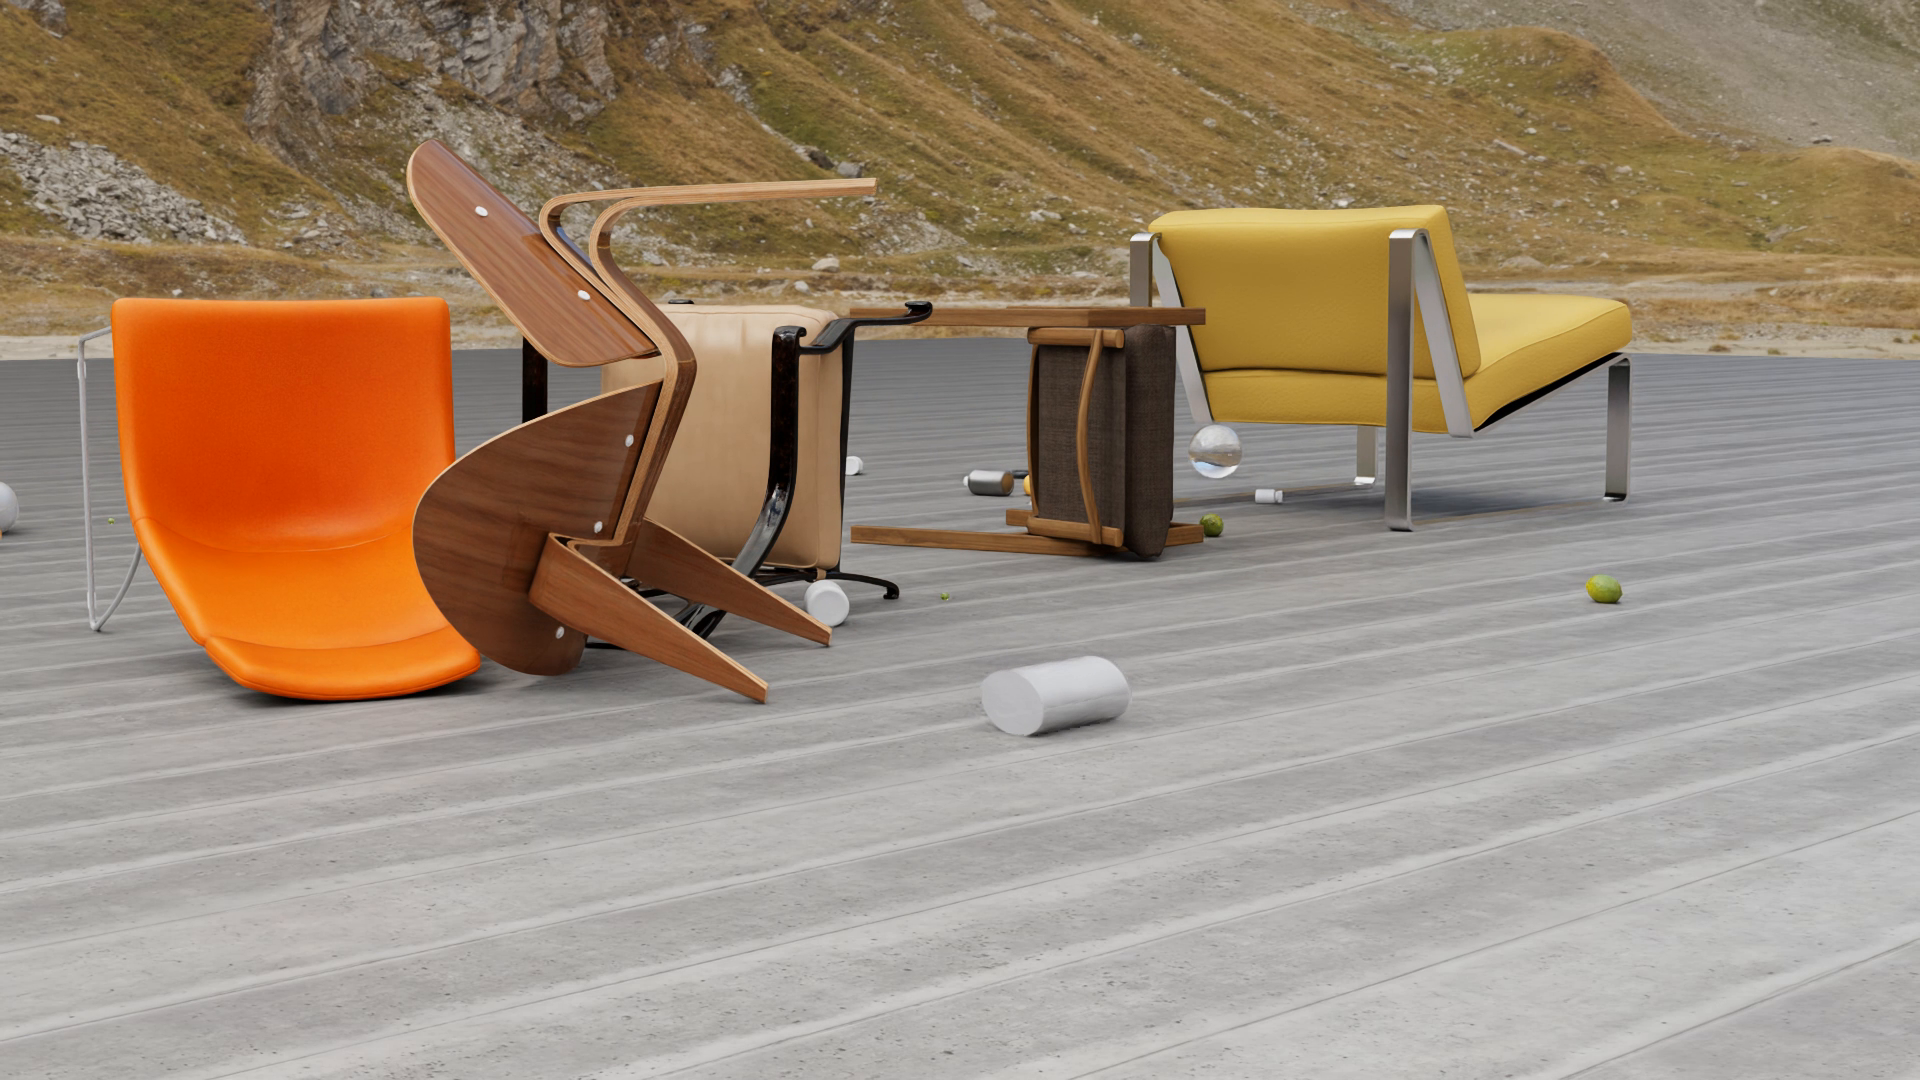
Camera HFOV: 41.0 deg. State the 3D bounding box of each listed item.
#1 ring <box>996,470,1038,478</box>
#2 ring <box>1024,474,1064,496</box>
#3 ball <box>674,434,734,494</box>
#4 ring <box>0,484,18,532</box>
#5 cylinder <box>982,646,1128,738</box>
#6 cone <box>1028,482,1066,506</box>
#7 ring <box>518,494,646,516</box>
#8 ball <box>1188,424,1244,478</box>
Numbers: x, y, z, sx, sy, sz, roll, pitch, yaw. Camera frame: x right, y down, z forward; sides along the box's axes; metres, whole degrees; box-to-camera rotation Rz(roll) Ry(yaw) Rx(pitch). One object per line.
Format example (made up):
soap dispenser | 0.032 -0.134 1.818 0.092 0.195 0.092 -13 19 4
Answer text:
ring | 0.187 -0.215 8.393 0.147 0.022 0.132 0 6 -4
ring | 0.251 -0.165 7.722 0.122 0.060 0.162 -2 7 -9
ball | -0.774 -0.231 7.762 0.182 0.182 0.182 0 6 0
ring | -2.583 -0.079 6.540 0.348 0.135 0.345 5 8 29
cylinder | 0.141 0.227 3.758 0.123 0.091 0.192 27 29 33
cone | 0.252 -0.138 7.426 0.120 0.066 0.116 0 6 -1
ring | -1.051 -0.097 7.146 0.358 0.044 0.277 1 5 6
ball | 0.834 -0.290 8.361 0.177 0.177 0.177 0 6 0
